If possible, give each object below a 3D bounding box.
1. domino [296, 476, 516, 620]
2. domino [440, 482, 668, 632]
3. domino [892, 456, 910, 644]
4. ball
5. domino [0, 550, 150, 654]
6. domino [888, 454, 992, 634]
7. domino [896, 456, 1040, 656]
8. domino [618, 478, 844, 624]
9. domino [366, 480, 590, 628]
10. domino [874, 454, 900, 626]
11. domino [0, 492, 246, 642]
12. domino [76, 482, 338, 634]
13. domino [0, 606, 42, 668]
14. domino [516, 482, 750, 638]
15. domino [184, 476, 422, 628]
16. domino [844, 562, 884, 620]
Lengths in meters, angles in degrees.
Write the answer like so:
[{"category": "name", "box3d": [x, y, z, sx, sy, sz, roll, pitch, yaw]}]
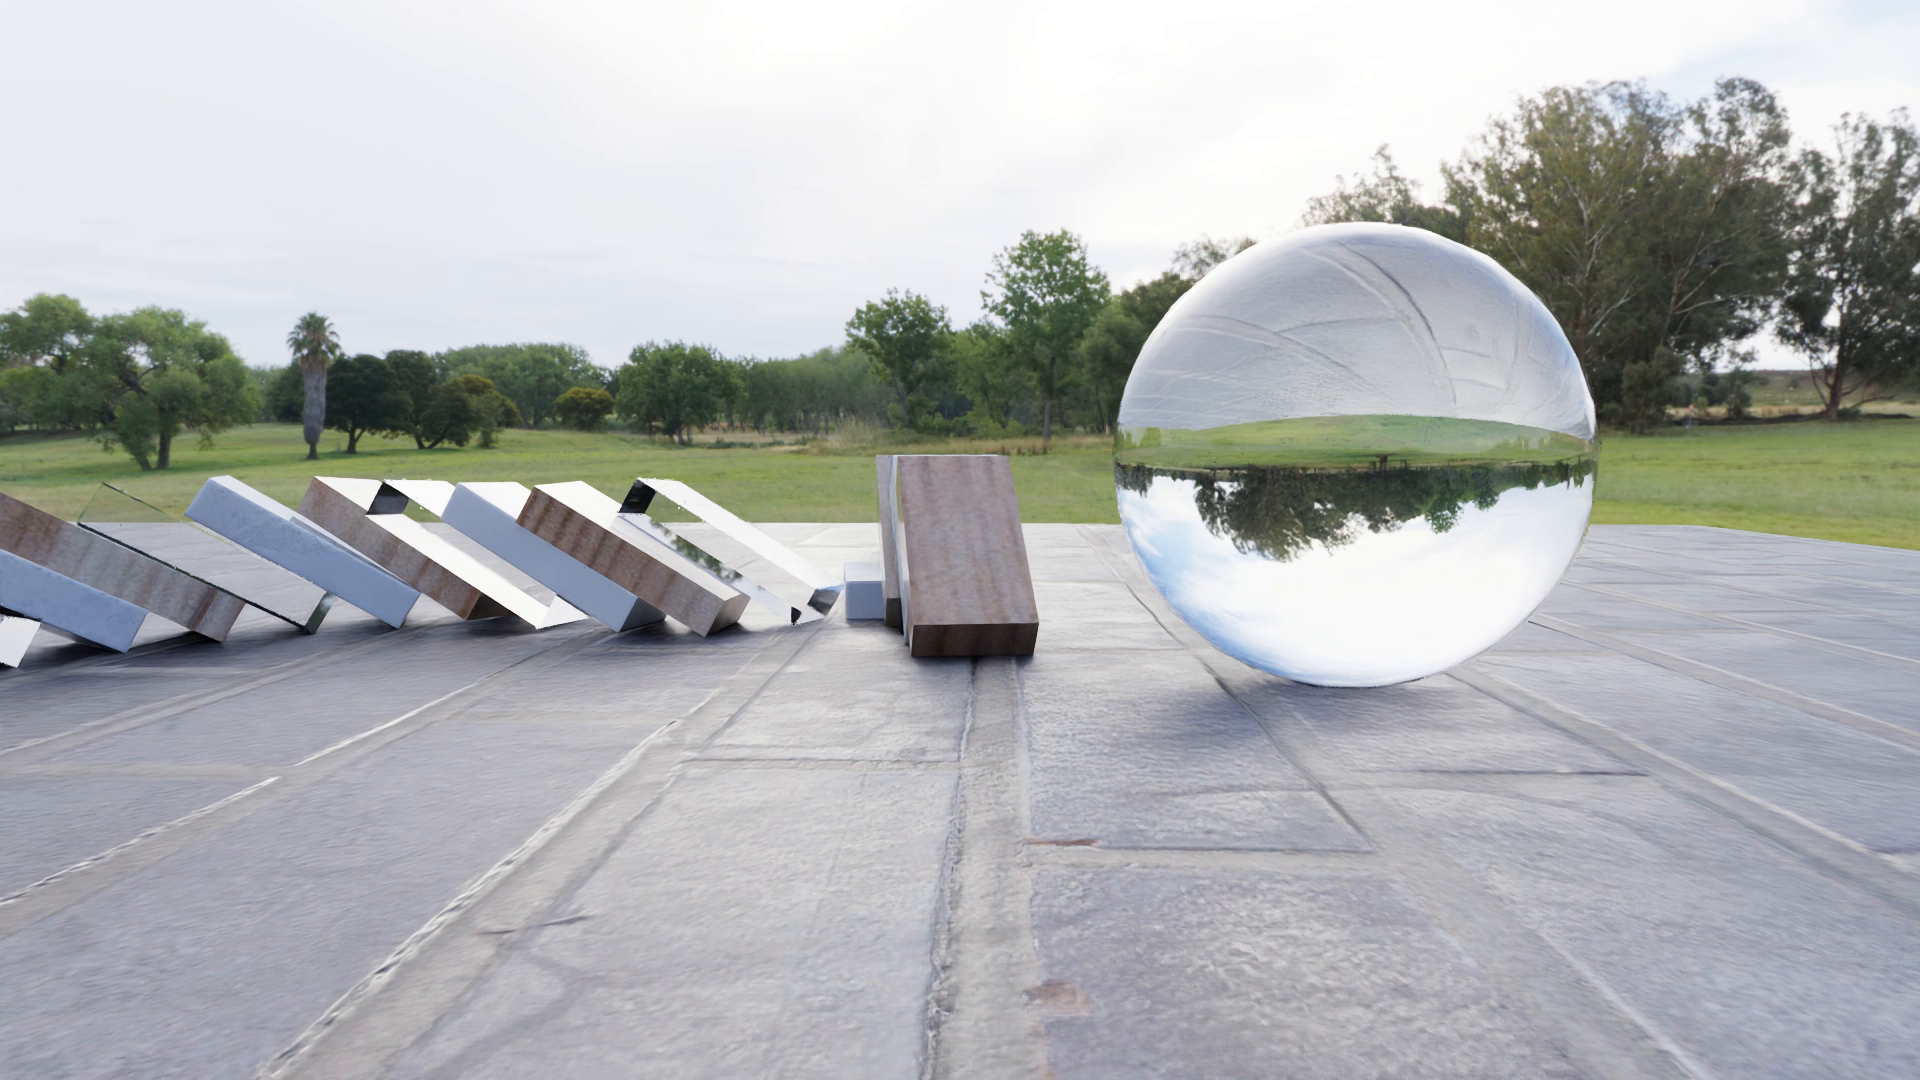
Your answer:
[{"category": "domino", "box3d": [-0.132, 0.002, 0.312, 0.050, 0.010, 0.025, 31, 5, 7]}, {"category": "domino", "box3d": [-0.093, 0.003, 0.300, 0.050, 0.010, 0.025, 31, 8, 8]}, {"category": "domino", "box3d": [-0.001, 0.001, 0.287, 0.025, 0.009, 0.050, -1, 45, -7]}, {"category": "ball", "box3d": [0.067, -0.014, 0.223, 0.080, 0.080, 0.080, 0, 4, 0]}, {"category": "domino", "box3d": [-0.191, 0.007, 0.251, 0.025, 0.009, 0.050, 3, -24, 36]}, {"category": "domino", "box3d": [-0.003, 0.000, 0.302, 0.025, 0.010, 0.050, -1, 45, -7]}, {"category": "domino", "box3d": [0.001, 0.002, 0.273, 0.025, 0.009, 0.050, -1, 45, -7]}, {"category": "domino", "box3d": [-0.054, 0.002, 0.307, 0.050, 0.010, 0.025, 31, 6, 9]}, {"category": "domino", "box3d": [-0.112, 0.003, 0.305, 0.050, 0.010, 0.025, 31, 7, 8]}, {"category": "domino", "box3d": [-0.007, -0.001, 0.316, 0.025, 0.009, 0.050, -1, 45, -7]}, {"category": "domino", "box3d": [-0.181, 0.005, 0.270, 0.025, 0.010, 0.050, 4, -25, 46]}, {"category": "domino", "box3d": [-0.167, 0.004, 0.285, 0.050, 0.009, 0.025, 34, -16, -31]}, {"category": "domino", "box3d": [-0.201, 0.009, 0.233, 0.025, 0.009, 0.050, 3, -24, 31]}, {"category": "domino", "box3d": [-0.074, 0.004, 0.296, 0.050, 0.009, 0.025, 30, 8, 4]}, {"category": "domino", "box3d": [-0.151, 0.003, 0.299, 0.050, 0.009, 0.025, 33, -8, -20]}, {"category": "domino", "box3d": [-0.018, 0.013, 0.336, 0.025, 0.009, 0.050, 0, 4, -6]}]
